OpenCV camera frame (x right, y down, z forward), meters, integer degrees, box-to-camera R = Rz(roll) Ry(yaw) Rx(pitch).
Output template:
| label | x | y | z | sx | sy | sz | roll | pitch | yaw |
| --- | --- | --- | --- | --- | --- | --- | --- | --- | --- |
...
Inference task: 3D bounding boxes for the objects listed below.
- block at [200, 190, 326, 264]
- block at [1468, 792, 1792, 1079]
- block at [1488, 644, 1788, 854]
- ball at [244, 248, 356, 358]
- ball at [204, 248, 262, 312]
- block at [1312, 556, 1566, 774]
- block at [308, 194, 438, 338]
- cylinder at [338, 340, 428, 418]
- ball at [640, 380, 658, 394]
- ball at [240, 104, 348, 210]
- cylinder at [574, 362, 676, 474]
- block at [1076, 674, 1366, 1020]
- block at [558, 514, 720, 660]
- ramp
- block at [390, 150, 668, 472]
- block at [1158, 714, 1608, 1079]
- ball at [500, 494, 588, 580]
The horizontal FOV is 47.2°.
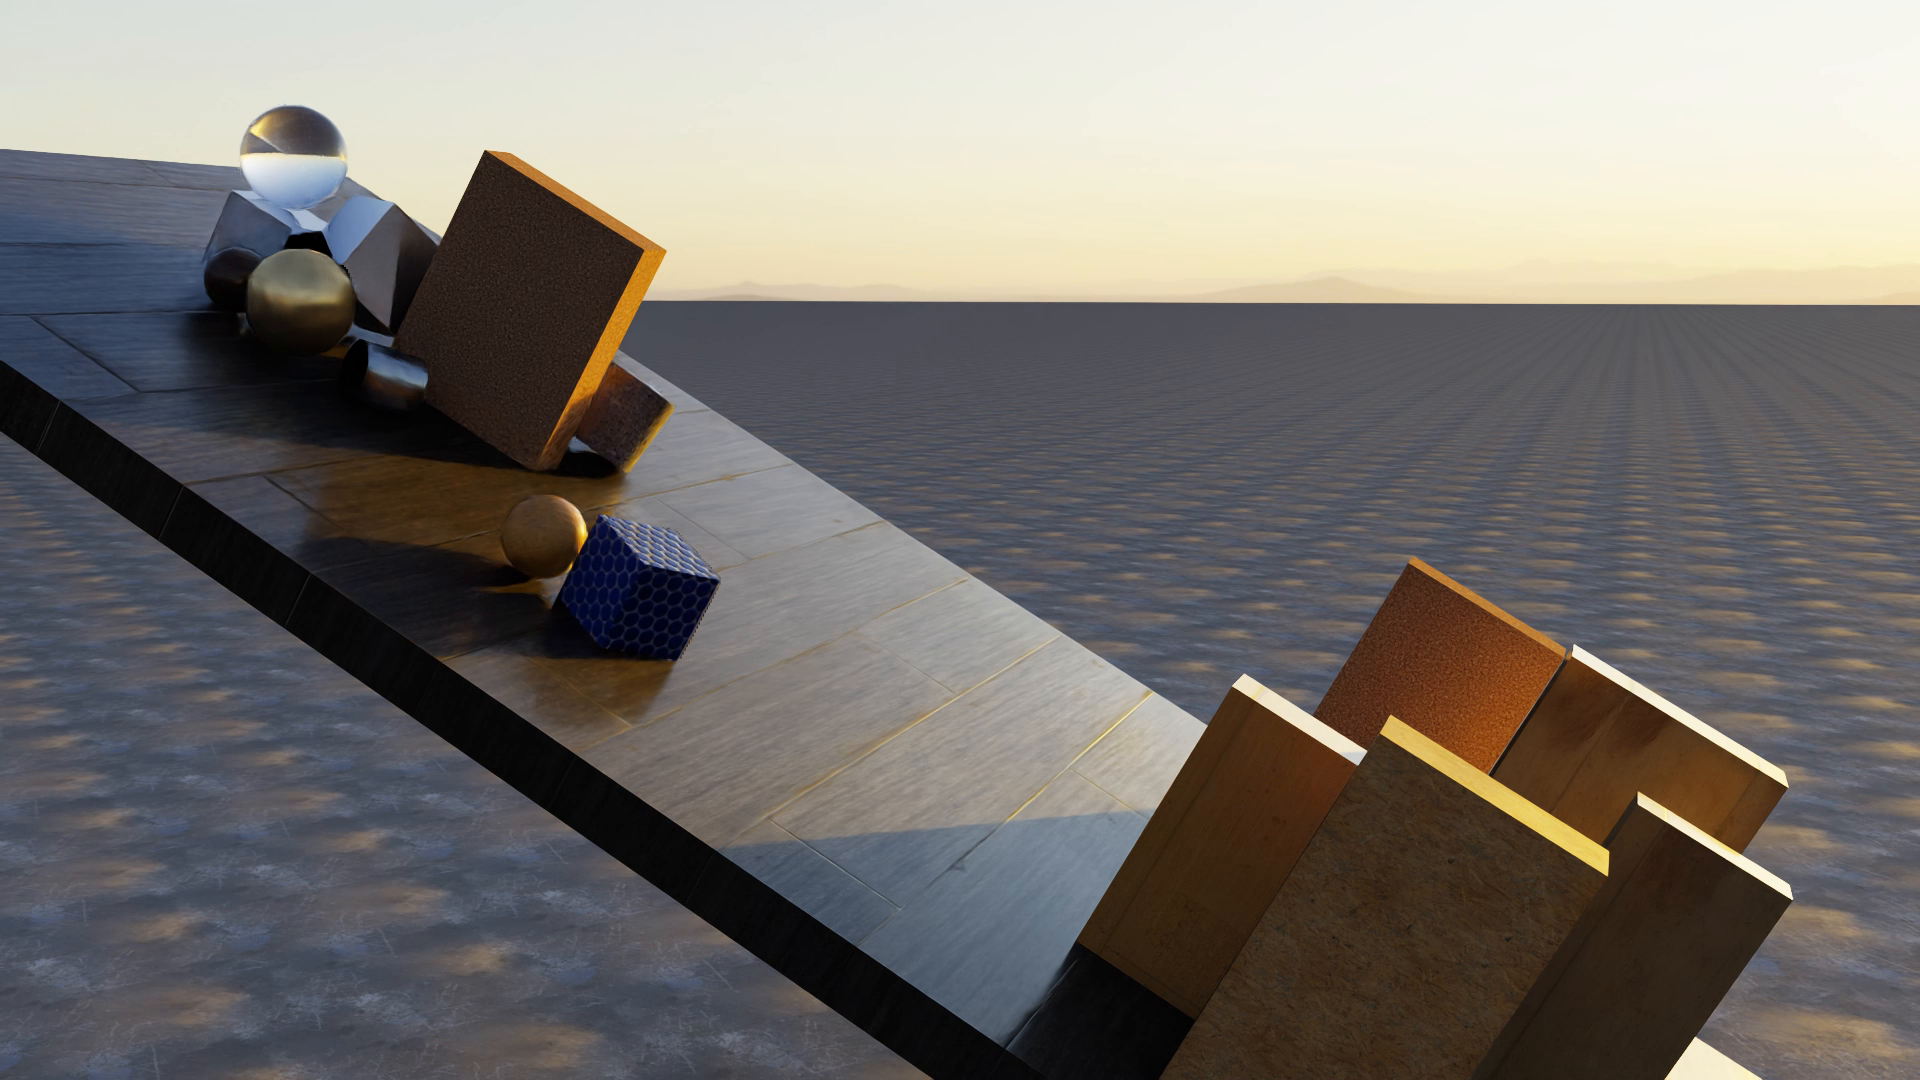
| label | x | y | z | sx | sy | sz | roll | pitch | yaw |
| --- | --- | --- | --- | --- | --- | --- | --- | --- | --- |
| block | -1.360 | -0.580 | 4.344 | 0.158 | 0.158 | 0.158 | 32 | 15 | 14 |
| block | 1.022 | 0.740 | 3.501 | 0.266 | 0.631 | 0.089 | 32 | 15 | 11 |
| block | 1.089 | 0.603 | 3.939 | 0.418 | 0.708 | 0.125 | 32 | 15 | 11 |
| ball | -1.218 | -0.438 | 4.059 | 0.200 | 0.200 | 0.200 | 0 | 7 | 0 |
| ball | -1.356 | -0.489 | 4.126 | 0.120 | 0.120 | 0.120 | 0 | 7 | 0 |
| block | 0.874 | 0.398 | 4.359 | 0.342 | 0.639 | 0.107 | 32 | 15 | 11 |
| block | -1.143 | -0.535 | 4.307 | 0.187 | 0.187 | 0.187 | 17 | -24 | 48 |
| cylinder | -1.060 | -0.295 | 4.039 | 0.118 | 0.118 | 0.118 | 18 | -6 | -38 |
| ball | -0.682 | -0.268 | 4.576 | 0.135 | 0.135 | 0.135 | 0 | 7 | 0 |
| ball | -1.301 | -0.747 | 4.299 | 0.205 | 0.205 | 0.205 | 0 | 7 | 0 |
| cylinder | -0.685 | -0.246 | 4.412 | 0.163 | 0.163 | 0.163 | 35 | -4 | 3 |
| block | 0.463 | 0.518 | 3.463 | 0.351 | 0.491 | 0.110 | 32 | 15 | 11 |
| block | -0.539 | 0.080 | 3.683 | 0.162 | 0.162 | 0.162 | 14 | 21 | -46 |
| ramp | -0.185 | 0.305 | 4.128 | 4.000 | 0.100 | 2.000 | 32 | 15 | 11 |
| block | -0.840 | -0.438 | 4.213 | 0.377 | 0.483 | 0.100 | 32 | 15 | 11 |
| block | 0.594 | 0.613 | 3.126 | 0.353 | 0.623 | 0.134 | 32 | 15 | 11 |
| ball | -0.700 | -0.006 | 3.702 | 0.143 | 0.143 | 0.143 | 0 | 7 | 0 |
